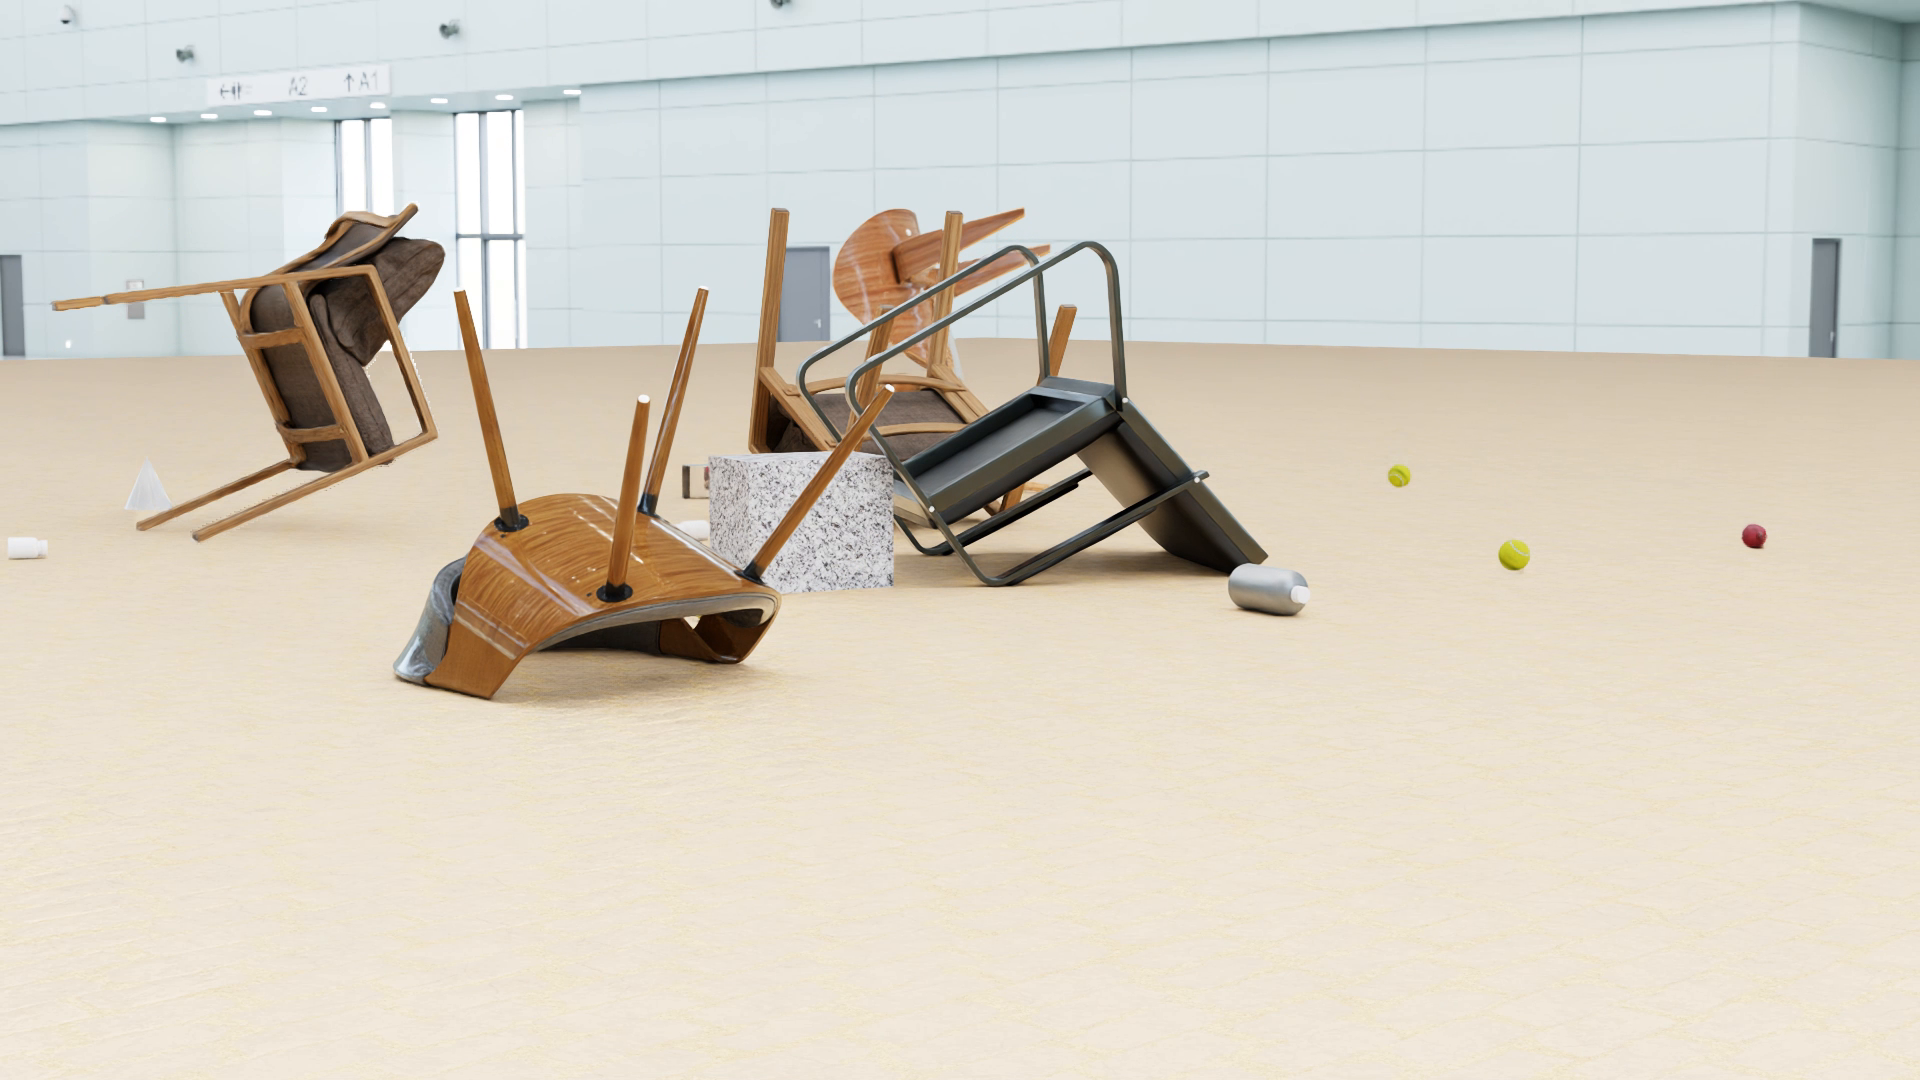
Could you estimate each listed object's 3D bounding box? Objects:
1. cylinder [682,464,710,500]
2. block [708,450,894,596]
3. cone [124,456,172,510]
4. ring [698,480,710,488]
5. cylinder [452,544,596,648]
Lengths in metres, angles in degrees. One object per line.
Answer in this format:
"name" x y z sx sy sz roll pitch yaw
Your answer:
"cylinder" -0.731 -0.175 7.624 0.193 0.099 0.097 -2 6 -17
"block" -0.339 -0.040 5.458 0.328 0.276 0.225 -3 7 -27
"cone" -2.305 -0.164 7.282 0.140 0.148 0.127 3 7 28
"ring" -0.771 -0.174 7.984 0.086 0.024 0.116 -1 6 4
"cylinder" -0.777 0.099 4.574 0.200 0.153 0.209 -4 -35 -31
